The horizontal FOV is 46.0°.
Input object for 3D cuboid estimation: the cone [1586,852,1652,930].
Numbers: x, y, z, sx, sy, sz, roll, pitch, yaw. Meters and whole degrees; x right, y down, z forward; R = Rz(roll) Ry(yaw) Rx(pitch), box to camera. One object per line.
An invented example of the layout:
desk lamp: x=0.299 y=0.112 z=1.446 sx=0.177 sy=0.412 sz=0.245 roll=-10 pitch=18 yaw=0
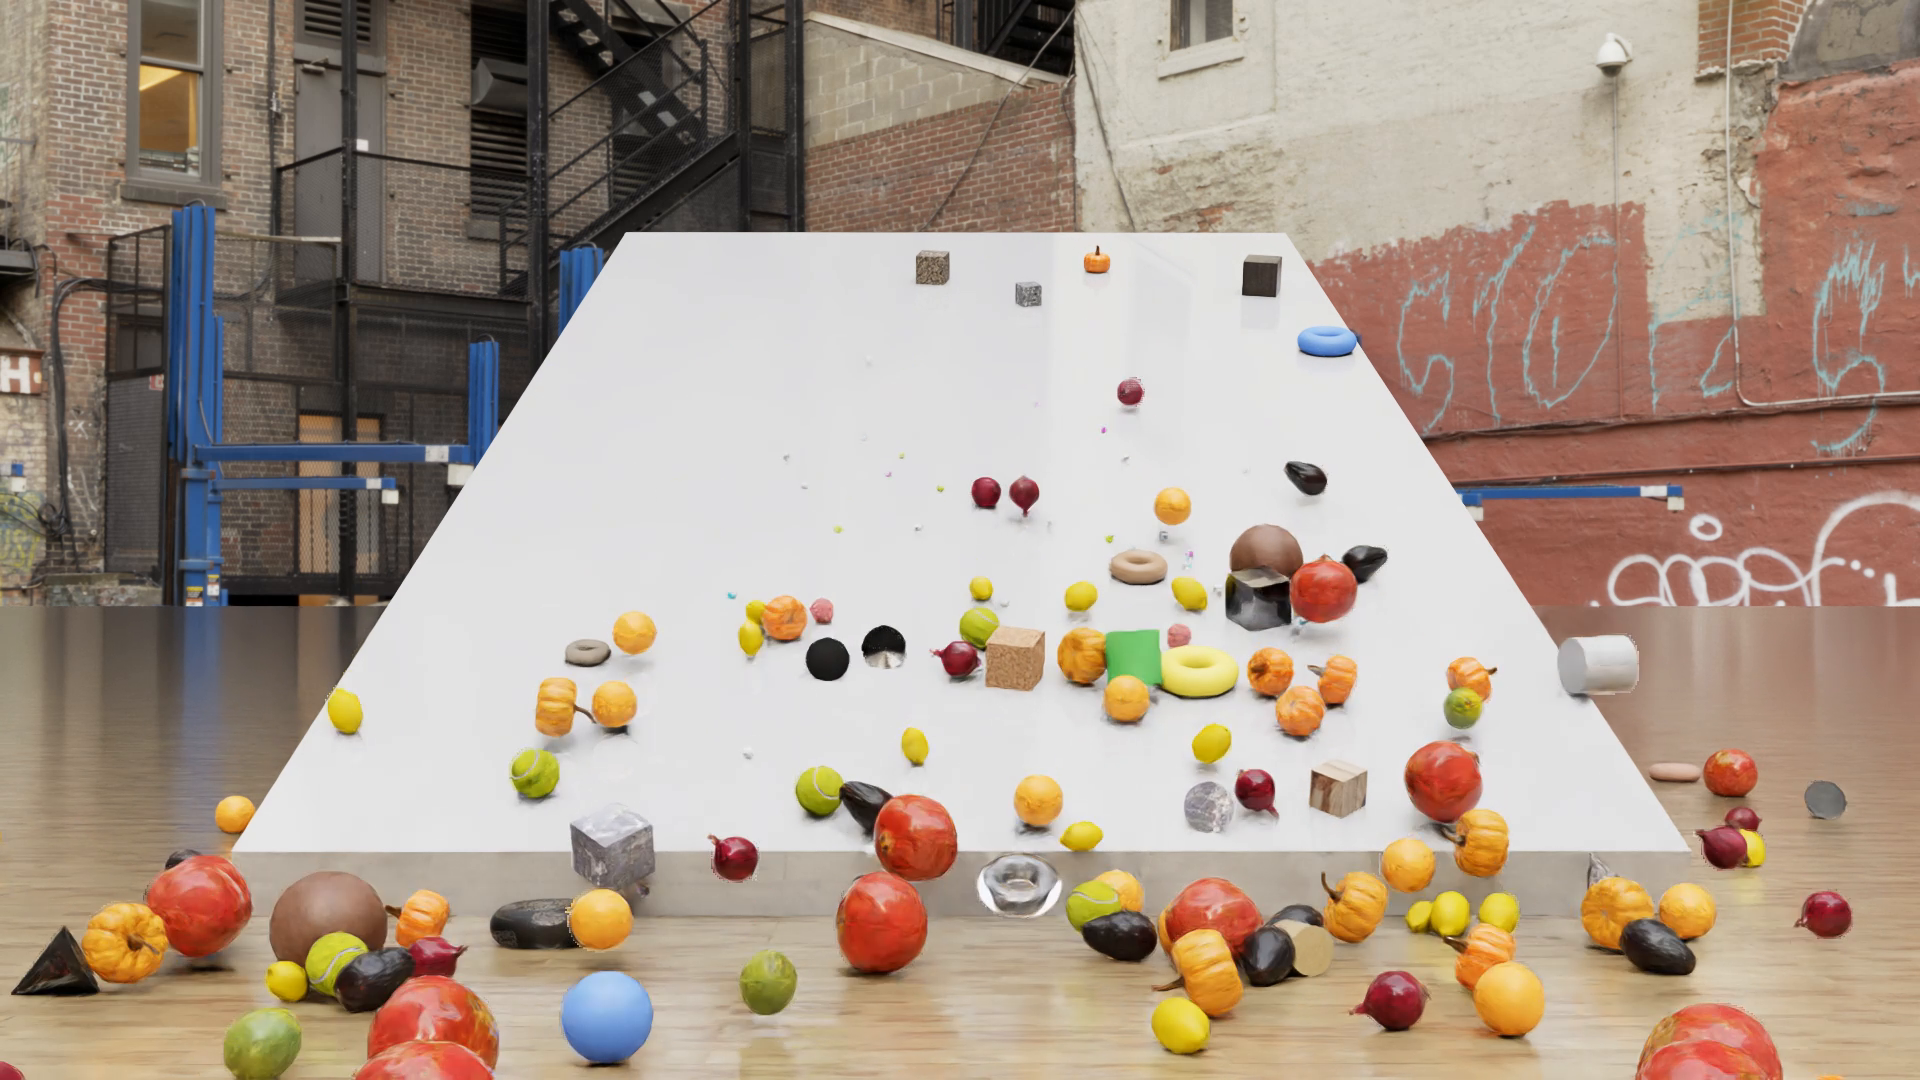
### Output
cone: x=0.841 y=0.450 z=2.958 sx=0.092 sy=0.092 sz=0.092 roll=-19 pitch=-17 yaw=-6

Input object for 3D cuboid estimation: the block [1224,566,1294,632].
block: x=0.513 y=0.101 z=3.886 sx=0.081 sy=0.081 sz=0.081 roll=-10 pitch=22 yaw=-26

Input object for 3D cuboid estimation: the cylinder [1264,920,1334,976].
cylinder: x=0.398 y=0.478 z=2.657 sx=0.059 sy=0.059 sz=0.059 roll=1 pitch=-2 yaw=-23

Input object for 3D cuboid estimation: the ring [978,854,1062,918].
ring: x=0.079 y=0.460 z=3.016 sx=0.112 sy=0.037 sz=0.112 roll=0 pitch=32 yaw=0

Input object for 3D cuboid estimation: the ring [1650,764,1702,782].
ring: x=1.729 y=0.562 z=5.473 sx=0.122 sy=0.041 sz=0.122 roll=1 pitch=-2 yaw=0

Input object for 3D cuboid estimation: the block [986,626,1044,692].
block: x=0.089 y=0.191 z=3.642 sx=0.076 sy=0.076 sz=0.076 roll=6 pitch=21 yaw=16

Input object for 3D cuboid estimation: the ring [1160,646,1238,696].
ring: x=0.378 y=0.210 z=3.635 sx=0.138 sy=0.046 sz=0.138 roll=-1 pitch=21 yaw=0

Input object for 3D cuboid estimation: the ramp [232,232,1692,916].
ramp: x=-0.005 y=-0.205 z=4.999 sx=2.000 sy=0.100 sz=4.000 roll=0 pitch=20 yaw=0

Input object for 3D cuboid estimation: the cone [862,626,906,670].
cone: x=-0.125 y=0.180 z=3.735 sx=0.072 sy=0.072 sz=0.072 roll=0 pitch=-7 yaw=-1

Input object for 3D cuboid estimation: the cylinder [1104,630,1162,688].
cylinder: x=0.274 y=0.186 z=3.574 sx=0.086 sy=0.086 sz=0.086 roll=-4 pitch=-3 yaw=0

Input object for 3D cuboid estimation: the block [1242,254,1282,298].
block: x=0.818 y=-0.716 z=6.134 sx=0.093 sy=0.093 sz=0.093 roll=5 pitch=20 yaw=14

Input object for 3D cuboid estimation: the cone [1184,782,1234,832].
cone: x=0.353 y=0.377 z=3.192 sx=0.071 sy=0.071 sz=0.071 roll=0 pitch=-7 yaw=9

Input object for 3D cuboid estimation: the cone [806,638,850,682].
cone: x=-0.214 y=0.197 z=3.689 sx=0.071 sy=0.071 sz=0.071 roll=0 pitch=-7 yaw=0

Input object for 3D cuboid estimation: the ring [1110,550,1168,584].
ring: x=0.324 y=0.049 z=4.098 sx=0.106 sy=0.035 sz=0.106 roll=0 pitch=21 yaw=0

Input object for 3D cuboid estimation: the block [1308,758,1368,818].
block: x=0.538 y=0.353 z=3.222 sx=0.057 sy=0.057 sz=0.057 roll=-18 pitch=27 yaw=-41

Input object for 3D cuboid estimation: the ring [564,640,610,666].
ring: x=-0.614 y=0.185 z=3.730 sx=0.075 sy=0.025 sz=0.075 roll=1 pitch=19 yaw=0

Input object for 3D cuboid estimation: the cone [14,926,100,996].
cone: x=-1.014 y=0.485 z=2.512 sx=0.083 sy=0.083 sz=0.083 roll=-33 pitch=11 yaw=-21

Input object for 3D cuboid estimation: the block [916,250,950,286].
block: x=-0.075 y=-0.752 z=6.252 sx=0.079 sy=0.079 sz=0.079 roll=4 pitch=20 yaw=11

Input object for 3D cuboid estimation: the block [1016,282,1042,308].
block: x=0.182 y=-0.653 z=6.013 sx=0.054 sy=0.054 sz=0.054 roll=-7 pitch=21 yaw=-19

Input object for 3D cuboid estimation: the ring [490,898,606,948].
ring: x=-0.526 y=0.490 z=2.892 sx=0.147 sy=0.049 sz=0.147 roll=-1 pitch=0 yaw=0

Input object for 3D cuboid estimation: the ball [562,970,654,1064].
ball: x=-0.334 y=0.451 z=2.143 sx=0.085 sy=0.085 sz=0.085 roll=0 pitch=-2 yaw=0

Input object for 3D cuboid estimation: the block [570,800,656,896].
block: x=-0.466 y=0.412 z=3.041 sx=0.078 sy=0.078 sz=0.078 roll=-24 pitch=36 yaw=-38

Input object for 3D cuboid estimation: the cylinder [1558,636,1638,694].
cylinder: x=1.015 y=0.198 z=3.605 sx=0.090 sy=0.090 sz=0.090 roll=-2 pitch=-1 yaw=-15

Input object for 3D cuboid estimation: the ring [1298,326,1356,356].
ring: x=0.903 y=-0.490 z=5.573 sx=0.145 sy=0.048 sz=0.145 roll=-1 pitch=21 yaw=0
